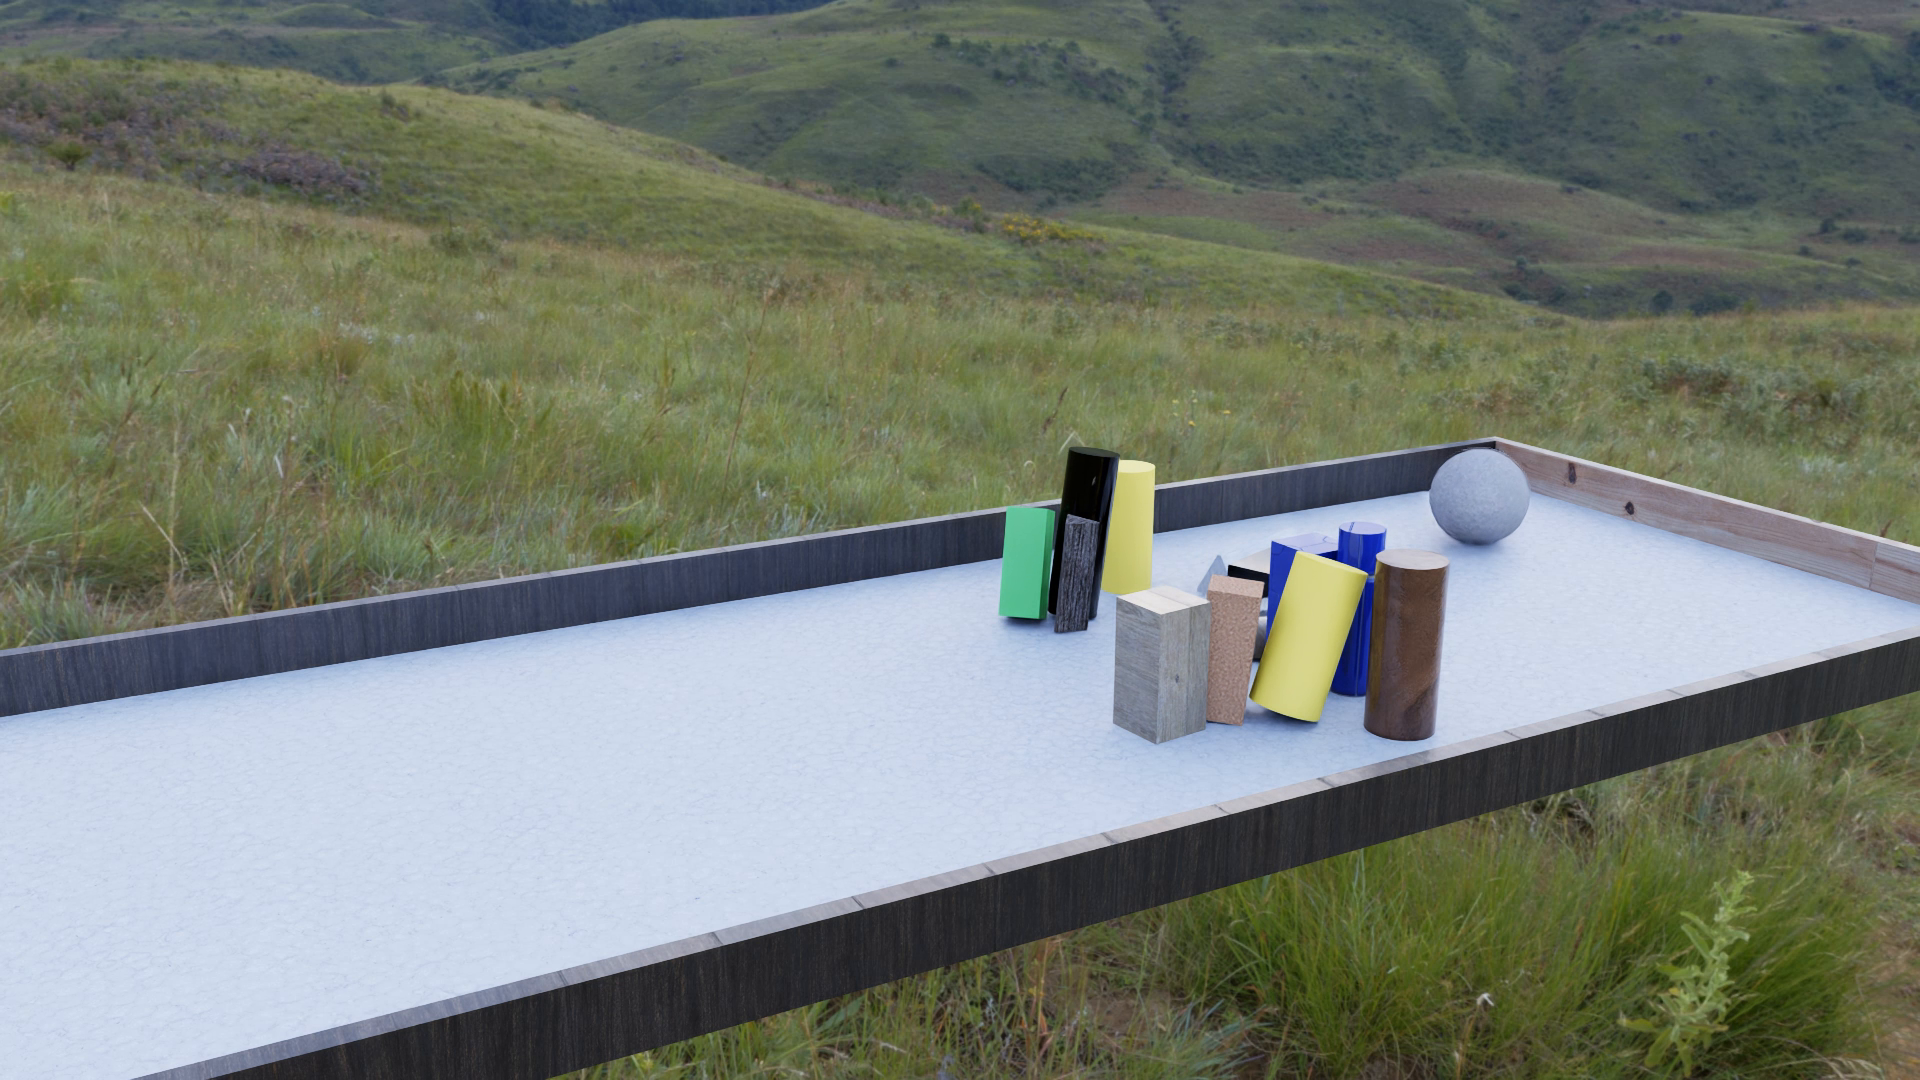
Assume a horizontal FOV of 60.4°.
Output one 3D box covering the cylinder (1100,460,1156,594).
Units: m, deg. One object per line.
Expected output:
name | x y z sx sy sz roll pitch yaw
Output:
cylinder | 0.490 -0.037 4.831 0.151 0.367 0.151 0 16 0

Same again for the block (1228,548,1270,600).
block | 0.937 0.110 4.716 0.149 0.149 0.403 14 21 40

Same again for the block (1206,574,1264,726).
block | 0.630 0.259 3.889 0.123 0.320 0.123 9 18 11

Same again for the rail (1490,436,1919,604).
rail | 2.466 -0.048 5.253 0.050 0.150 2.100 -9 18 -27

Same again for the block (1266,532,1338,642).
block | 0.876 0.176 4.137 0.146 0.349 0.146 -9 19 -29

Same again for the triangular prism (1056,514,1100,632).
triangular prism | 0.299 0.089 4.491 0.100 0.306 0.087 -2 18 -24

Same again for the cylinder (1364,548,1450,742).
cylinder | 1.028 0.241 3.803 0.163 0.413 0.163 0 16 0

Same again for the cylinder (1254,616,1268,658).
cylinder | 0.912 0.247 4.322 0.336 0.109 0.109 -3 17 -10

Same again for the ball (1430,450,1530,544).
ball | 1.662 -0.137 5.279 0.306 0.306 0.306 0 16 0

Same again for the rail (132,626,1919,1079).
rail | -2.336 1.006 1.665 12.000 0.150 0.050 -9 18 -27

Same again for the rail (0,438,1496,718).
rail | -3.305 0.497 3.399 12.000 0.150 0.050 -9 18 -27

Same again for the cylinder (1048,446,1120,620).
cylinder | 0.341 -0.020 4.580 0.143 0.459 0.143 7 12 -2

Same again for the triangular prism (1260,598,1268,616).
triangular prism | 0.800 0.199 4.432 0.345 0.106 0.091 -5 -19 -17

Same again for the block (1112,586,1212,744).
block | 0.467 0.287 3.823 0.153 0.314 0.153 -11 20 -33

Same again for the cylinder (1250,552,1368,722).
cylinder | 0.819 0.225 3.881 0.173 0.362 0.173 16 8 -2

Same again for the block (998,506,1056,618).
block | 0.186 0.063 4.569 0.113 0.301 0.113 4 -2 14

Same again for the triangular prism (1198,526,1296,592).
triangular prism | 0.882 0.059 4.923 0.142 0.123 0.405 14 21 39

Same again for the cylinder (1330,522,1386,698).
cylinder | 0.971 0.170 4.036 0.112 0.416 0.112 0 16 0
